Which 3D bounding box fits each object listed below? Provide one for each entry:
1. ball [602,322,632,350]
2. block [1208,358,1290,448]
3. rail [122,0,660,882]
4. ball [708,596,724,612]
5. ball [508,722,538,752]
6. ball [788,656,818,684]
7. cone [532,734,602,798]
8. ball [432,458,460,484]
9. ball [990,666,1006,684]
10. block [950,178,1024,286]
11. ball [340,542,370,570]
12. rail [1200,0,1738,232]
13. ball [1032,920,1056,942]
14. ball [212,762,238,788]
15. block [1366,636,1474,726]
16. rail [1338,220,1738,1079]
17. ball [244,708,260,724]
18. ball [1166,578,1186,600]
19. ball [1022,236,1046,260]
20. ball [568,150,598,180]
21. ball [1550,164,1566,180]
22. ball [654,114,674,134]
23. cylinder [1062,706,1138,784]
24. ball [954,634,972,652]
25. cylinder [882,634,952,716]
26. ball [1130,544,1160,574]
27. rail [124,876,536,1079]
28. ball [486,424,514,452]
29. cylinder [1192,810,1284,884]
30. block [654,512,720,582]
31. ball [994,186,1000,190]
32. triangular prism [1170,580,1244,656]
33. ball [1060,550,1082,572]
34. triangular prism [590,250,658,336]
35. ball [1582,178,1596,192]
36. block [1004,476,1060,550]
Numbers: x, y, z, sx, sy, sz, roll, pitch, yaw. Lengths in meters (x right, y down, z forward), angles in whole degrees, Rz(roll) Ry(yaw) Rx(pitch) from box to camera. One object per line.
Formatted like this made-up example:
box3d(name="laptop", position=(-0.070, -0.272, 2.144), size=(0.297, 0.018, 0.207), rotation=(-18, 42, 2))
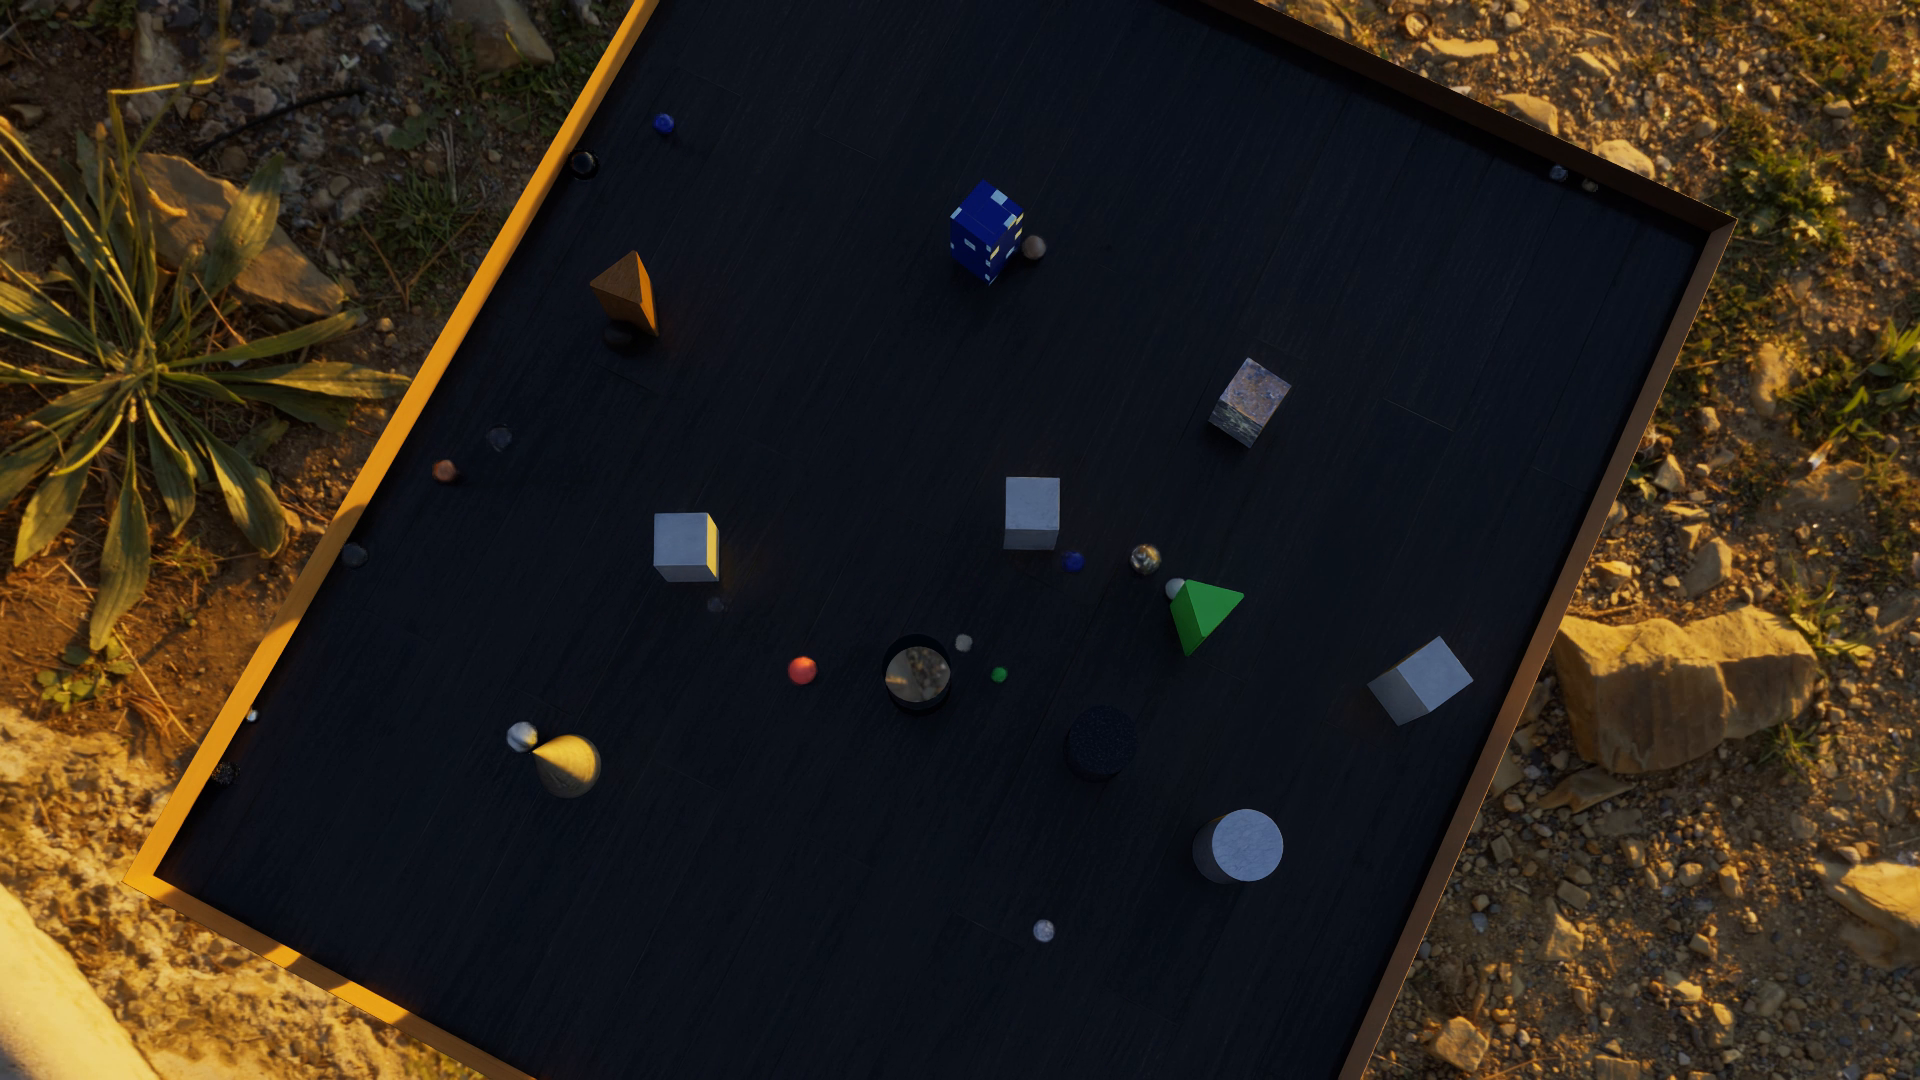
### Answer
box3d(name="ball", position=(-1.065, -0.634, 5.701), size=(0.092, 0.092, 0.092), rotation=(0, 78, 0))
box3d(name="block", position=(0.879, -0.415, 5.575), size=(0.156, 0.250, 0.156), rotation=(34, 80, 7))
box3d(name="rail", position=(-1.509, -0.732, 5.703), size=(0.045, 0.126, 3.975), rotation=(26, 80, 5))
box3d(name="ball", position=(-0.740, 0.195, 5.550), size=(0.051, 0.051, 0.051), rotation=(0, 78, 0))
box3d(name="ball", position=(-1.301, 0.585, 5.450), size=(0.090, 0.090, 0.090), rotation=(0, 78, 0))
box3d(name="ball", position=(-0.471, 0.391, 5.492), size=(0.086, 0.086, 0.086), rotation=(0, 78, 0))
box3d(name="cone", position=(-1.169, 0.626, 5.240), size=(0.194, 0.485, 0.194), rotation=(0, 78, 0))
box3d(name="ball", position=(-1.575, -0.209, 5.620), size=(0.079, 0.079, 0.079), rotation=(0, 78, 0))
box3d(name="ball", position=(0.115, 0.406, 5.508), size=(0.049, 0.049, 0.049), rotation=(0, 78, 0))
box3d(name="block", position=(0.080, -0.944, 5.641), size=(0.156, 0.335, 0.156), rotation=(38, 81, 7))
box3d(name="ball", position=(-1.836, 0.047, 5.563), size=(0.085, 0.085, 0.085), rotation=(0, 78, 0))
box3d(name="rail", position=(0.878, -1.713, 5.906), size=(3.422, 0.126, 0.045), rotation=(26, 80, 5))
box3d(name="ball", position=(0.245, 1.140, 5.348), size=(0.065, 0.065, 0.065), rotation=(0, 78, 0))
box3d(name="ball", position=(-2.180, 0.697, 5.435), size=(0.073, 0.073, 0.073), rotation=(0, 78, 0))
box3d(name="block", position=(1.334, 0.415, 5.335), size=(0.156, 0.382, 0.156), rotation=(-34, 80, -7))
box3d(name="rail", position=(1.509, 0.746, 5.397), size=(0.045, 0.126, 3.975), rotation=(26, 80, 5))
box3d(name="ball", position=(-2.120, 0.525, 5.484), size=(0.046, 0.046, 0.046), rotation=(0, 78, 0))
box3d(name="ball", position=(0.657, 0.150, 5.549), size=(0.072, 0.072, 0.072), rotation=(0, 78, 0))
box3d(name="ball", position=(0.232, -0.920, 5.769), size=(0.075, 0.075, 0.075), rotation=(0, 78, 0))
box3d(name="ball", position=(-1.196, -1.190, 5.813), size=(0.097, 0.097, 0.097), rotation=(0, 78, 0))
box3d(name="ball", position=(1.902, -1.170, 5.833), size=(0.050, 0.050, 0.050), rotation=(0, 78, 0))
box3d(name="ball", position=(-0.945, -1.329, 5.859), size=(0.064, 0.064, 0.064), rotation=(0, 78, 0))
box3d(name="cylinder", position=(0.404, 0.596, 5.322), size=(0.194, 0.336, 0.194), rotation=(0, 78, 0))
box3d(name="ball", position=(0.011, 0.312, 5.525), size=(0.053, 0.053, 0.053), rotation=(0, 78, 0))
box3d(name="cylinder", position=(-0.123, 0.398, 5.347), size=(0.194, 0.366, 0.194), rotation=(0, 78, 0))
box3d(name="ball", position=(0.562, 0.060, 5.557), size=(0.092, 0.092, 0.092), rotation=(0, 78, 0))
box3d(name="rail", position=(-0.878, 1.727, 5.194), size=(3.422, 0.126, 0.045), rotation=(26, 80, 5))
box3d(name="ball", position=(-1.414, -0.315, 5.638), size=(0.085, 0.085, 0.085), rotation=(0, 78, 0))
box3d(name="cylinder", position=(0.785, 0.877, 5.213), size=(0.194, 0.434, 0.194), rotation=(0, 78, 0))
box3d(name="block", position=(-0.815, 0.024, 5.477), size=(0.156, 0.264, 0.156), rotation=(-1, 78, 0))
box3d(name="ball", position=(0.110, -1.103, 5.824), size=(0.041, 0.041, 0.041), rotation=(0, 78, 0))
box3d(name="triangular prism", position=(0.692, 0.204, 5.372), size=(0.146, 0.395, 0.168), rotation=(44, 82, 8))
box3d(name="ball", position=(0.340, 0.065, 5.568), size=(0.068, 0.068, 0.068), rotation=(0, 78, 0))
box3d(name="triangular prism", position=(-0.998, -0.767, 5.615), size=(0.168, 0.313, 0.146), rotation=(21, 79, 4))
box3d(name="ball", position=(2.000, -1.131, 5.828), size=(0.044, 0.044, 0.044), rotation=(0, 78, 0))
box3d(name="block", position=(0.211, -0.077, 5.481), size=(0.156, 0.297, 0.156), rotation=(1, 78, 0))
